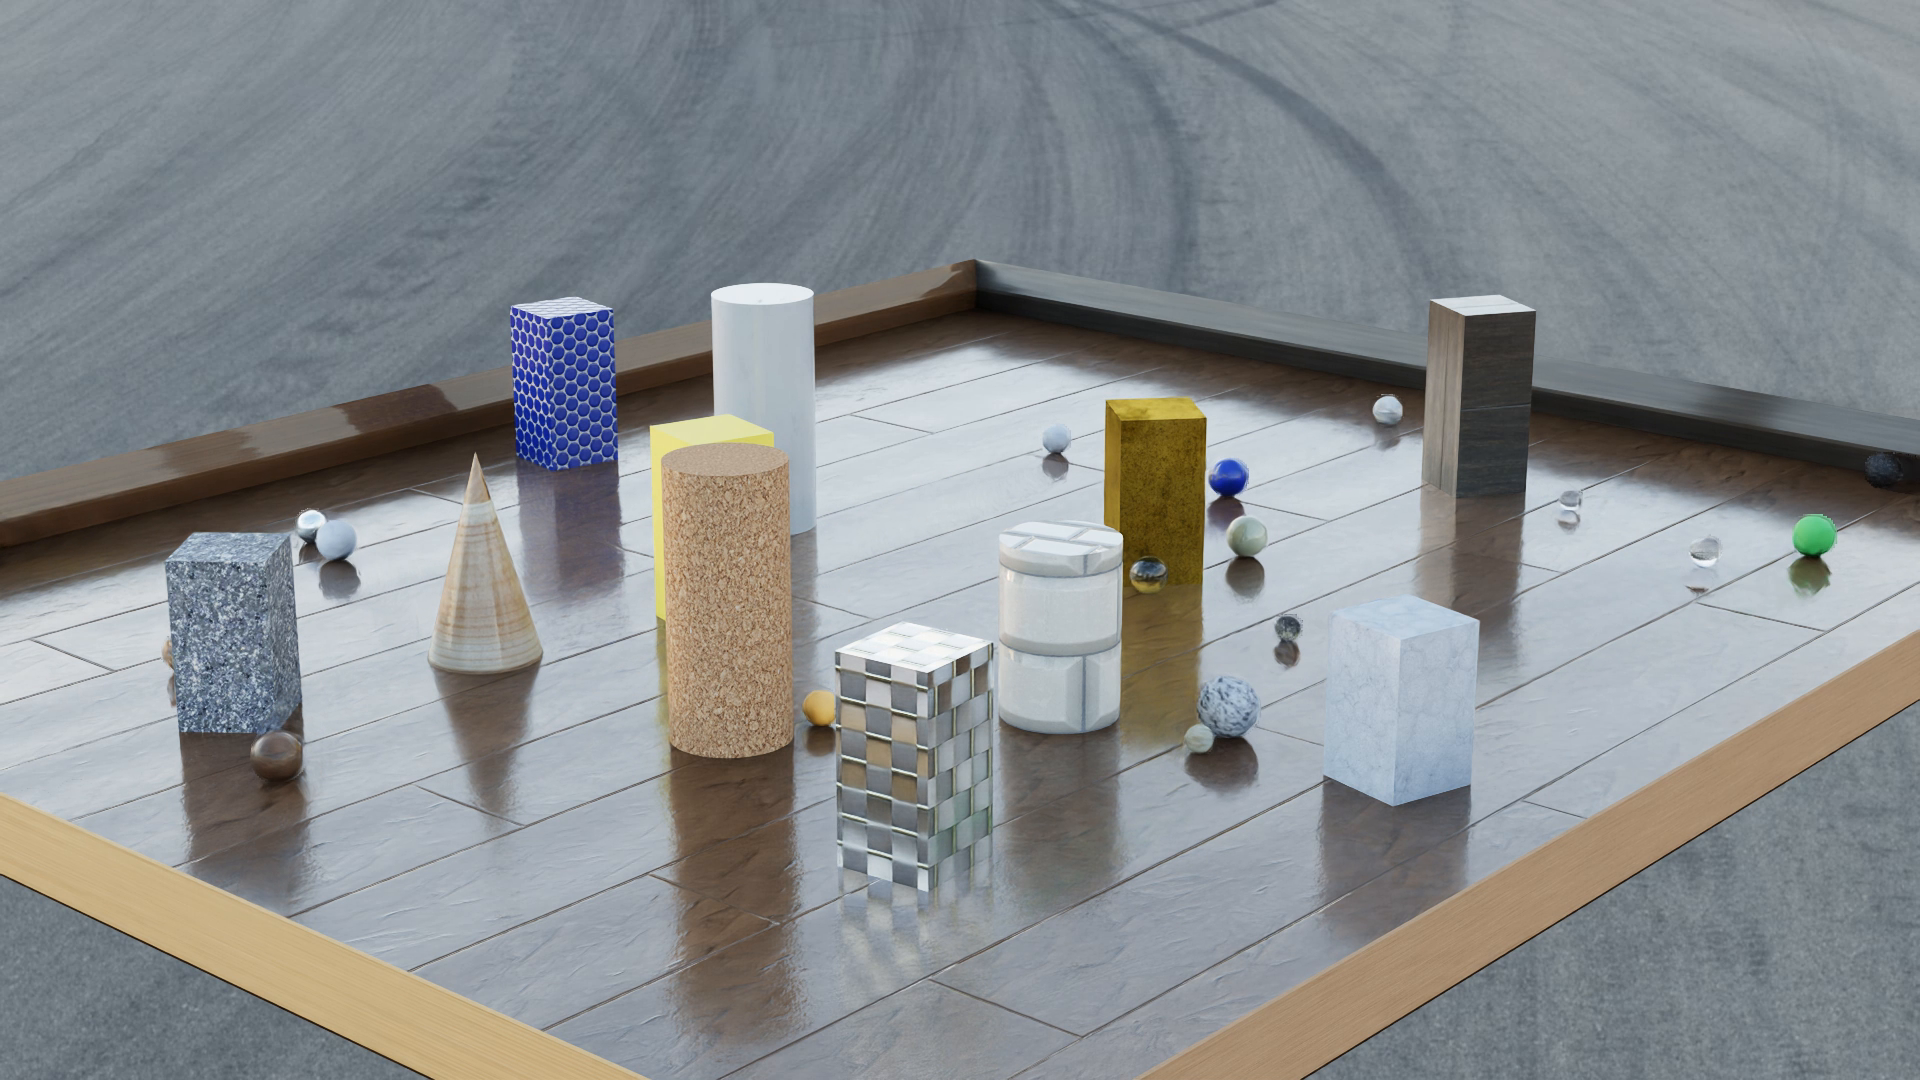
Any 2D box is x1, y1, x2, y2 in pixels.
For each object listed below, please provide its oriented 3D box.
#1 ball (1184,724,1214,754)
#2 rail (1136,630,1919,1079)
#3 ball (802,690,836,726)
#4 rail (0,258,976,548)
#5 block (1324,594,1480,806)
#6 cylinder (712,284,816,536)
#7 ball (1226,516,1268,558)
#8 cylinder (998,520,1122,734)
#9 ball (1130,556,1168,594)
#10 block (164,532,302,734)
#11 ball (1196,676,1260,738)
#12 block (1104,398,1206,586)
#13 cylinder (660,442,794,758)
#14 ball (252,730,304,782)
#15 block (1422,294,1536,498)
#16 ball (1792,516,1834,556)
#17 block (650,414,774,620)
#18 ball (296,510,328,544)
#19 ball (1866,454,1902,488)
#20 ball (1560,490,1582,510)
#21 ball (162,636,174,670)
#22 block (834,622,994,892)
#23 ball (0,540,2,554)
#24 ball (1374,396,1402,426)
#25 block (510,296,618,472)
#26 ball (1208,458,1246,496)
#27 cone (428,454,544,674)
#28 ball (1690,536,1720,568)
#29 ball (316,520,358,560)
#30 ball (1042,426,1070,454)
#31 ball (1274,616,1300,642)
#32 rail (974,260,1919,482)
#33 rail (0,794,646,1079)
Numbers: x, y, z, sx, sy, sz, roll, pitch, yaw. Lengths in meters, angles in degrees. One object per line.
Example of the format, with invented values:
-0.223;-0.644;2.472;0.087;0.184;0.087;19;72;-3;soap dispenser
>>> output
0.357;0.297;4.380;0.044;0.044;0.044;0;17;0;ball
1.118;0.312;4.192;0.045;0.123;3.576;14;22;39;rail
-0.213;0.257;4.493;0.056;0.056;0.056;0;17;0;ball
-1.118;-0.250;6.050;0.045;0.123;3.576;14;22;39;rail
0.638;0.229;4.246;0.151;0.251;0.151;-11;20;-33;block
-0.365;-0.244;5.481;0.189;0.442;0.189;0;17;0;cylinder
0.521;-0.006;5.329;0.076;0.076;0.076;0;17;0;ball
0.154;0.132;4.510;0.189;0.284;0.189;0;17;0;cylinder
0.331;0.061;5.123;0.067;0.067;0.067;0;17;0;ball
-1.113;0.141;4.501;0.151;0.272;0.151;1;17;2;block
0.406;0.252;4.440;0.095;0.095;0.095;0;17;0;ball
0.344;-0.086;5.202;0.151;0.302;0.151;-2;17;-7;block
-0.347;0.089;4.392;0.189;0.436;0.189;0;17;0;cylinder
-0.993;0.315;4.268;0.074;0.074;0.074;0;17;0;ball
1.014;-0.282;5.743;0.151;0.364;0.151;-5;18;-17;block
1.551;-0.007;5.331;0.075;0.075;0.075;0;17;0;ball
-0.415;-0.025;4.944;0.151;0.334;0.151;-11;20;-32;block
-1.197;-0.024;5.415;0.060;0.060;0.060;0;17;0;ball
1.819;-0.136;5.770;0.068;0.068;0.068;0;17;0;ball
1.171;-0.076;5.620;0.041;0.041;0.041;0;17;0;ball
-1.252;0.181;4.728;0.064;0.064;0.064;0;17;0;ball
-0.061;0.289;3.949;0.151;0.308;0.151;12;20;33;block
-1.760;0.012;5.248;0.086;0.086;0.086;0;17;0;ball
0.911;-0.274;6.238;0.063;0.063;0.063;0;17;0;ball
-0.803;-0.319;5.953;0.151;0.313;0.151;-12;21;-35;block
0.521;-0.122;5.713;0.075;0.075;0.075;0;17;0;ball
-0.779;0.023;4.762;0.189;0.346;0.189;0;17;0;cone
1.340;0.022;5.270;0.055;0.055;0.055;0;17;0;ball
-1.129;0.001;5.308;0.074;0.074;0.074;0;17;0;ball
0.196;-0.207;6.024;0.058;0.058;0.058;0;17;0;ball
0.545;0.147;4.877;0.043;0.043;0.043;0;17;0;ball
1.157;-0.355;6.396;3.008;0.123;0.045;14;22;39;rail
-1.157;0.416;3.845;3.008;0.123;0.045;14;22;39;rail
